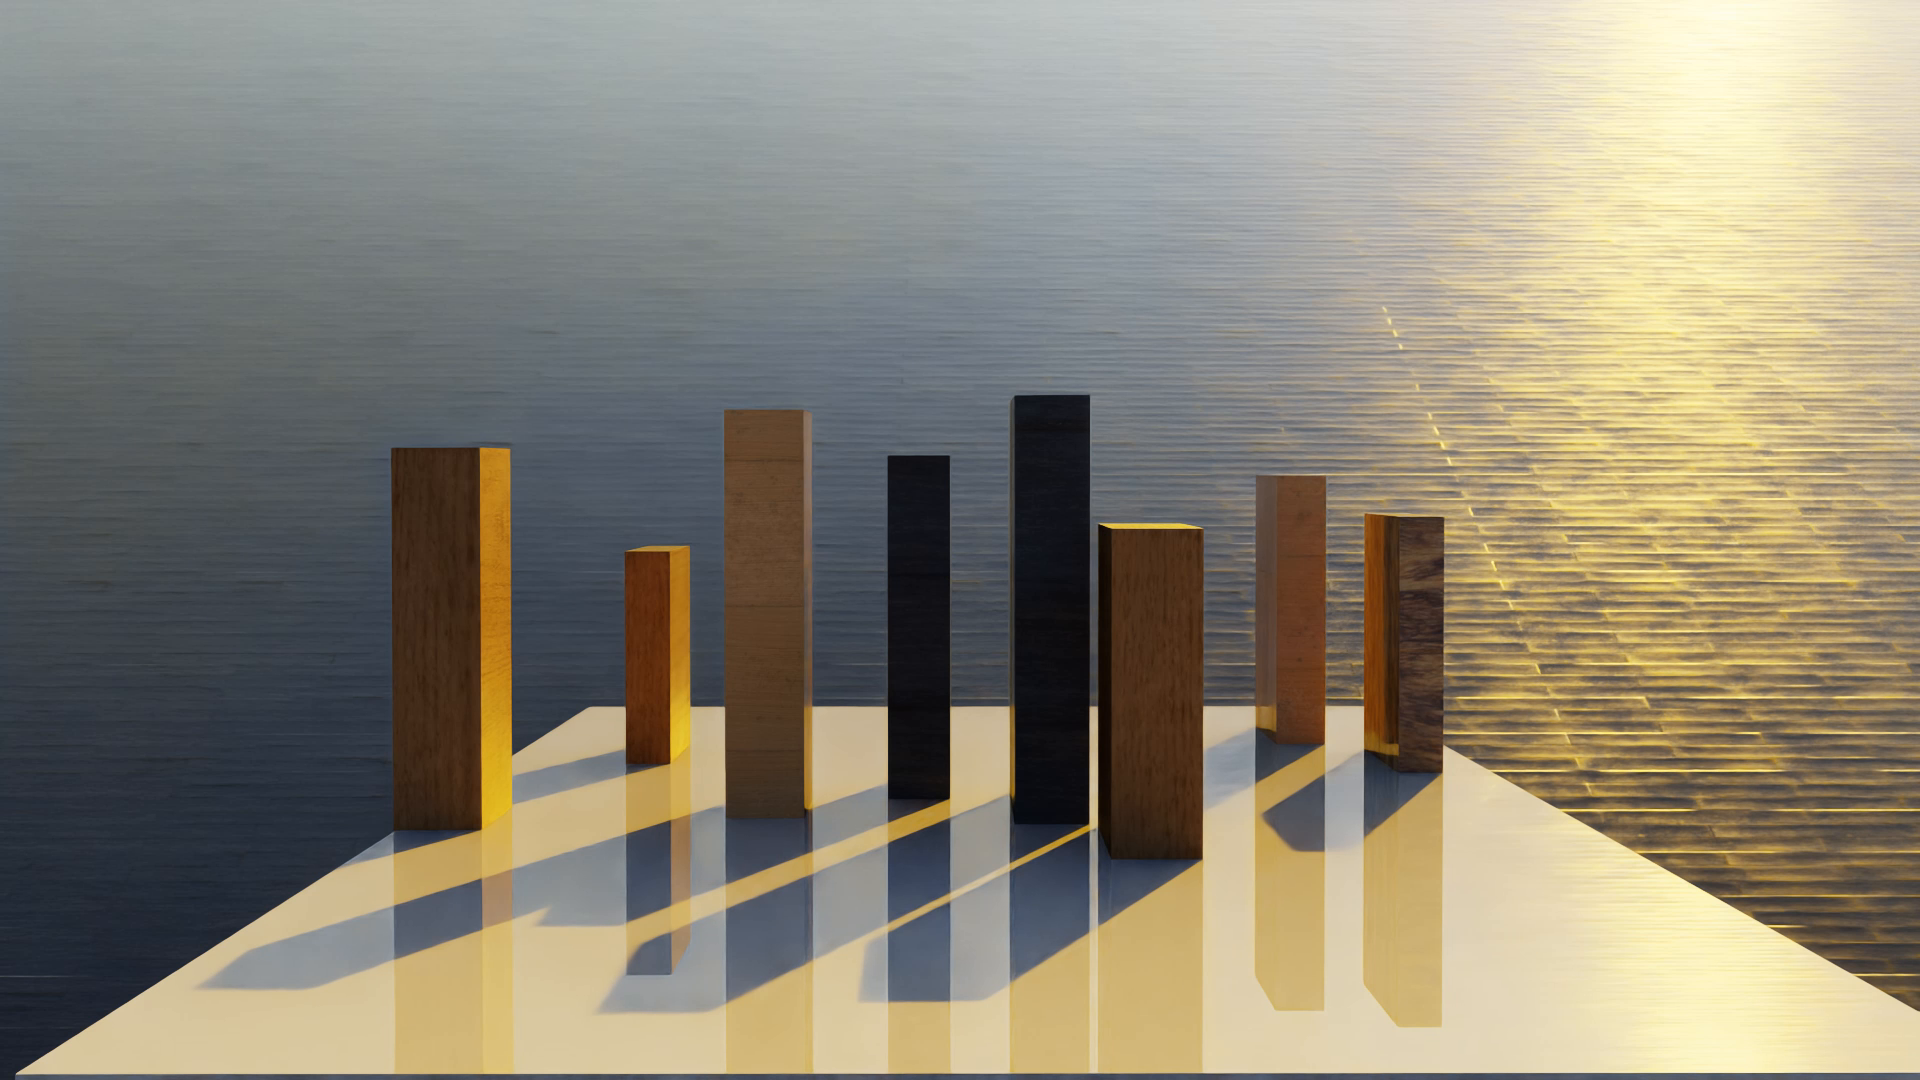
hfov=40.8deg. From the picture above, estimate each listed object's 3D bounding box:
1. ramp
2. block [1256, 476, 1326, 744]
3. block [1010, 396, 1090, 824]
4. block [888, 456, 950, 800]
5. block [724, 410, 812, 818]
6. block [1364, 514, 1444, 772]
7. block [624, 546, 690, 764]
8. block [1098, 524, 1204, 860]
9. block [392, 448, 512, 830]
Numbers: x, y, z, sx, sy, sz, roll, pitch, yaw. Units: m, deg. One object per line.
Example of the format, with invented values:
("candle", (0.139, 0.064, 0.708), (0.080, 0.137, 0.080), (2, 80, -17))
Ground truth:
("ramp", (0.058, 0.527, 4.564), (2.000, 0.100, 4.000), (0, 2, 0))
("block", (0.747, 0.148, 5.847), (0.107, 0.588, 0.397), (0, 2, 0))
("block", (0.156, 0.113, 4.574), (0.127, 0.727, 0.420), (0, 2, 0))
("block", (-0.075, 0.156, 4.840), (0.114, 0.627, 0.275), (0, 2, 0))
("block", (-0.337, 0.125, 4.572), (0.136, 0.705, 0.254), (0, 2, 0))
("block", (0.915, 0.202, 5.332), (0.088, 0.508, 0.438), (0, 2, 0))
("block", (-0.639, 0.236, 5.475), (0.092, 0.435, 0.393), (0, 2, 0))
("block", (0.304, 0.232, 4.156), (0.142, 0.510, 0.372), (0, 2, 0))
("block", (-0.872, 0.162, 4.443), (0.147, 0.638, 0.292), (0, 2, 0))
